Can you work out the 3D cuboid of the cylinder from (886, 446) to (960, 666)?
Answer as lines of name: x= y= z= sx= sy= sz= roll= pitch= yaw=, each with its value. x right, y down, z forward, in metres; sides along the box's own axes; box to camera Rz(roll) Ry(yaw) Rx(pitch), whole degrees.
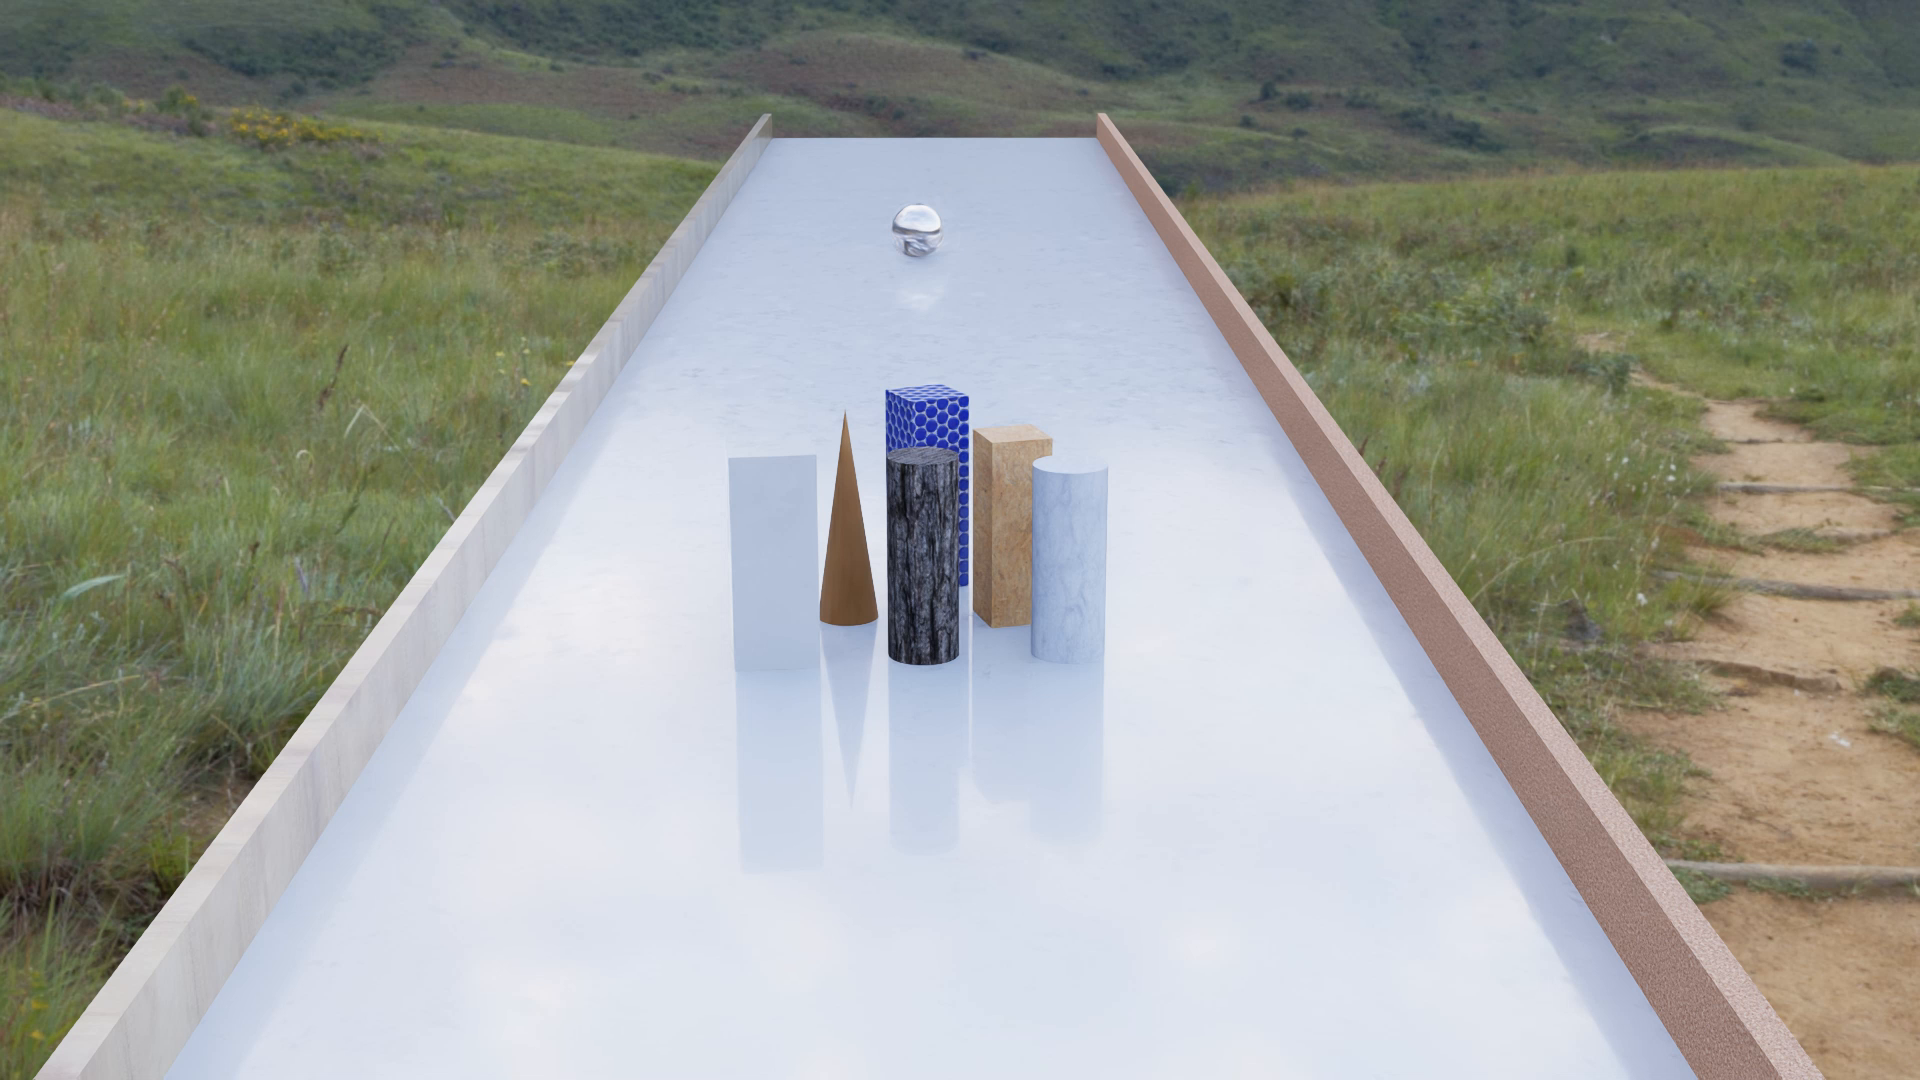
cylinder: x=-0.074 y=0.032 z=4.395 sx=0.144 sy=0.413 sz=0.144 roll=0 pitch=17 yaw=0

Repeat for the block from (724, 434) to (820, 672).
block: x=-0.374 y=0.024 z=4.379 sx=0.170 sy=0.437 sz=0.170 roll=-2 pitch=17 yaw=-8

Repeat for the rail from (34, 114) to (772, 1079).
rail: x=-1.118 y=-0.838 z=7.780 sx=0.050 sy=0.150 sz=12.000 roll=0 pitch=17 yaw=-1

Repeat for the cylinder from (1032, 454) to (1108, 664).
cylinder: x=0.219 y=0.038 z=4.408 sx=0.150 sy=0.394 sz=0.150 roll=0 pitch=17 yaw=0

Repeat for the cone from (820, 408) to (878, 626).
cone: x=-0.238 y=-0.056 z=4.617 sx=0.129 sy=0.456 sz=0.129 roll=0 pitch=17 yaw=0

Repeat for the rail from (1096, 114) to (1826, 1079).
rail: x=0.932 y=-0.844 z=7.801 sx=0.050 sy=0.150 sz=12.000 roll=0 pitch=17 yaw=-1

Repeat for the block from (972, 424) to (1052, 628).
block: x=0.109 y=-0.030 z=4.625 sx=0.131 sy=0.400 sz=0.131 roll=-5 pitch=17 yaw=-17

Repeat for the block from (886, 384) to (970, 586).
block: x=-0.072 y=-0.114 z=4.854 sx=0.137 sy=0.431 sz=0.137 roll=-8 pitch=18 yaw=-26

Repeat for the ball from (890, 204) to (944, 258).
ball: x=-0.177 y=-1.290 z=9.176 sx=0.222 sy=0.222 sz=0.222 roll=0 pitch=17 yaw=0
